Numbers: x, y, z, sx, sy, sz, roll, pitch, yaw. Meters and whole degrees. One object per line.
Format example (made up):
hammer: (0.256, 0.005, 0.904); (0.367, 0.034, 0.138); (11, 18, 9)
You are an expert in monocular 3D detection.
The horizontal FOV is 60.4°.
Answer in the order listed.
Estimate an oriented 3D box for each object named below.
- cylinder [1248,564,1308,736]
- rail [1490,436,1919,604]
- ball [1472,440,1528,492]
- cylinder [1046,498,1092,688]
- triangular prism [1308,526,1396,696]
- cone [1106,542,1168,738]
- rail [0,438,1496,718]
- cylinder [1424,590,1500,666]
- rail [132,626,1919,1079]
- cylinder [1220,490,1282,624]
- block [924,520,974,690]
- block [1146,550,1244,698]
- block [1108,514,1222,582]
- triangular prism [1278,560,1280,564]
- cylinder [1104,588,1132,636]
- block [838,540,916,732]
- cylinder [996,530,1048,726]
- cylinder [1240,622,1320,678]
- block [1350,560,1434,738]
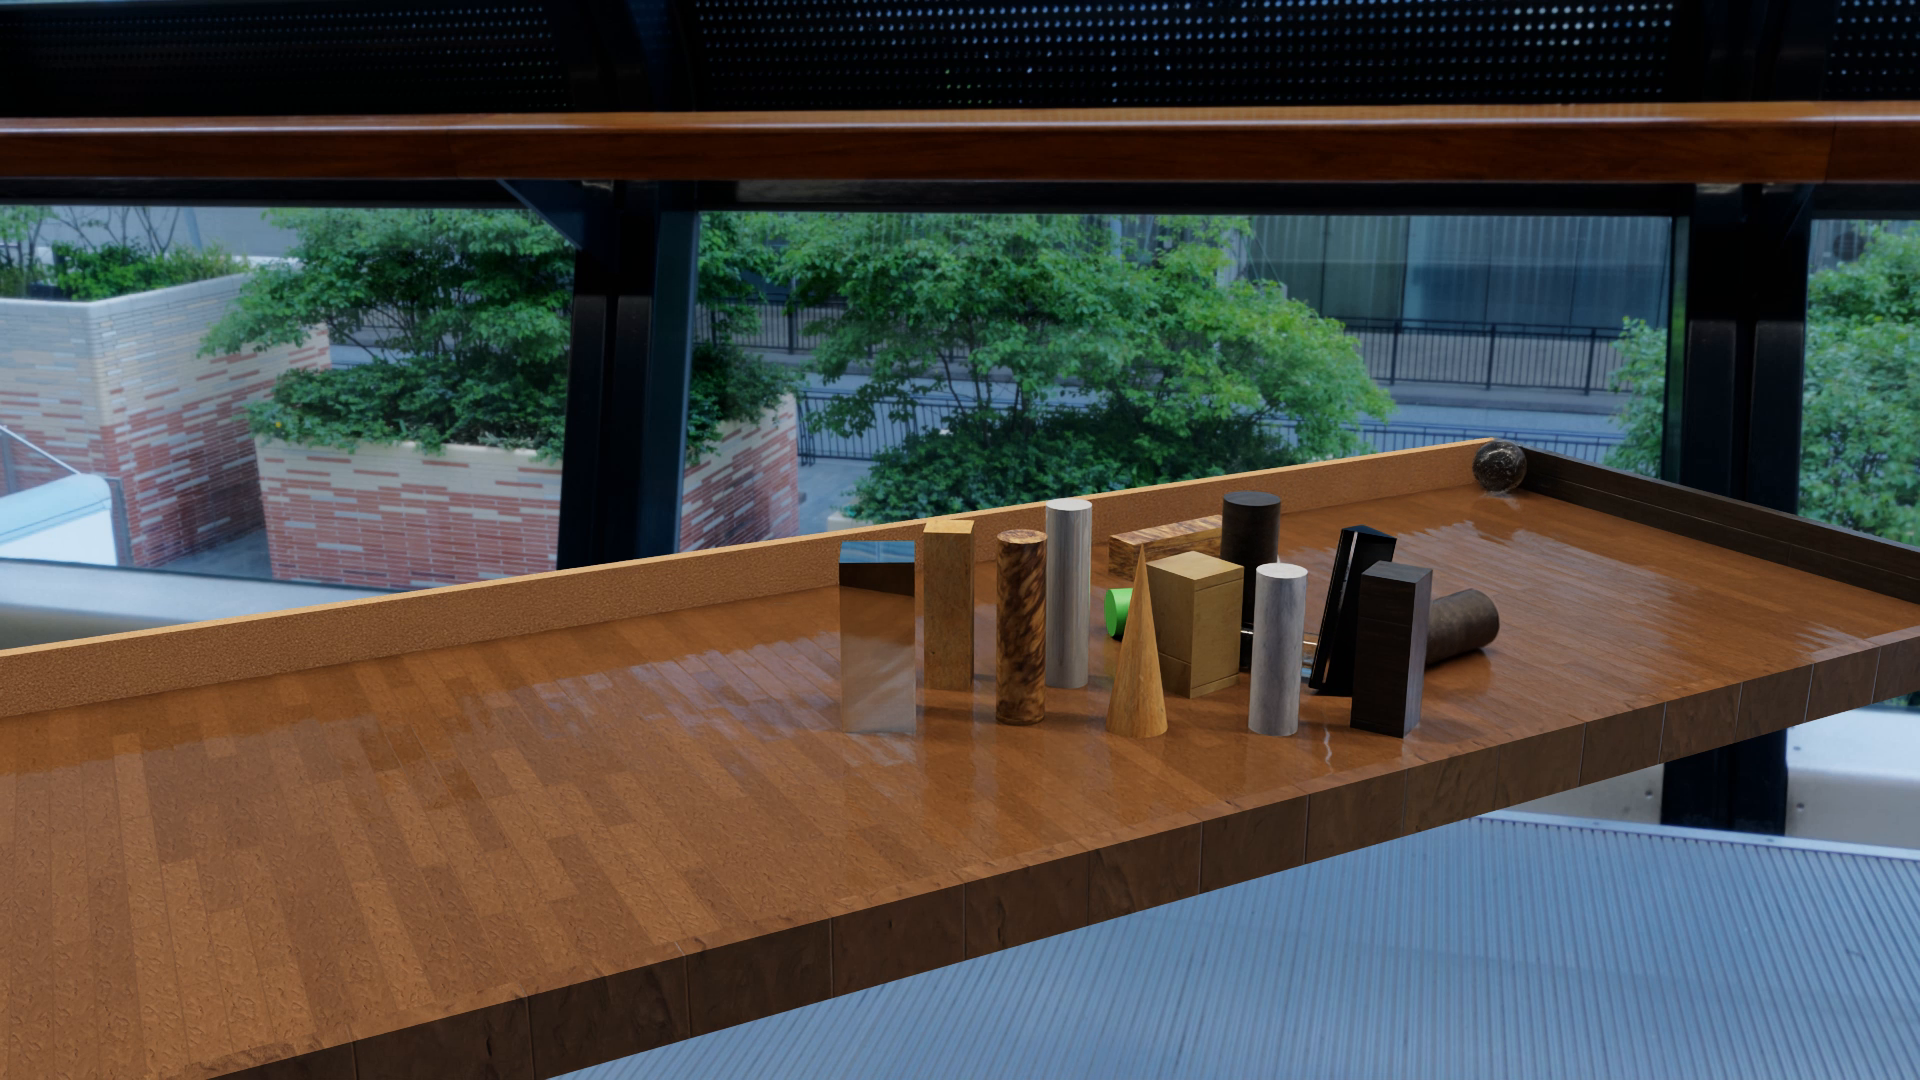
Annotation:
cylinder: (0.734, 0.253, 3.812); (0.115, 0.384, 0.115); (0, 16, 0)
rail: (2.466, -0.048, 5.253); (0.050, 0.150, 2.100); (-9, 18, -27)
ball: (1.940, -0.264, 5.926); (0.184, 0.184, 0.184); (0, 16, 0)
cylinder: (0.266, 0.133, 4.086); (0.113, 0.460, 0.113); (0, 16, 0)
triangular prism: (0.958, 0.168, 4.060); (0.130, 0.403, 0.113); (10, 12, 4)
cone: (0.414, 0.217, 3.808); (0.145, 0.456, 0.145); (0, 16, 0)
rail: (-3.305, 0.497, 3.399); (12.000, 0.150, 0.050); (-9, 18, -27)
cylinder: (1.226, 0.236, 4.277); (0.351, 0.155, 0.155); (-12, 20, -35)
rail: (-2.336, 1.006, 1.665); (12.000, 0.150, 0.050); (-9, 18, -27)
cylinder: (0.757, 0.087, 4.336); (0.149, 0.407, 0.149); (0, 17, 0)
block: (-0.027, 0.160, 4.093); (0.114, 0.404, 0.114); (1, 16, 5)
block: (0.576, 0.208, 4.103); (0.173, 0.306, 0.173); (-13, 21, -37)
block: (0.666, 0.022, 5.075); (0.438, 0.115, 0.115); (-11, 19, -32)
triangular prism: (0.749, 0.099, 4.868); (0.452, 0.081, 0.093); (-8, 19, -26)
cylinder: (0.558, 0.190, 4.482); (0.308, 0.128, 0.128); (-3, 17, -9)
block: (-0.190, 0.225, 3.856); (0.171, 0.413, 0.171); (0, 16, -1)
cylinder: (0.143, 0.206, 3.859); (0.116, 0.448, 0.116); (0, 16, 0)
cylinder: (0.722, 0.266, 4.251); (0.458, 0.113, 0.113); (9, 19, 28)
block: (1.001, 0.253, 3.828); (0.127, 0.376, 0.127); (10, 19, 31)
